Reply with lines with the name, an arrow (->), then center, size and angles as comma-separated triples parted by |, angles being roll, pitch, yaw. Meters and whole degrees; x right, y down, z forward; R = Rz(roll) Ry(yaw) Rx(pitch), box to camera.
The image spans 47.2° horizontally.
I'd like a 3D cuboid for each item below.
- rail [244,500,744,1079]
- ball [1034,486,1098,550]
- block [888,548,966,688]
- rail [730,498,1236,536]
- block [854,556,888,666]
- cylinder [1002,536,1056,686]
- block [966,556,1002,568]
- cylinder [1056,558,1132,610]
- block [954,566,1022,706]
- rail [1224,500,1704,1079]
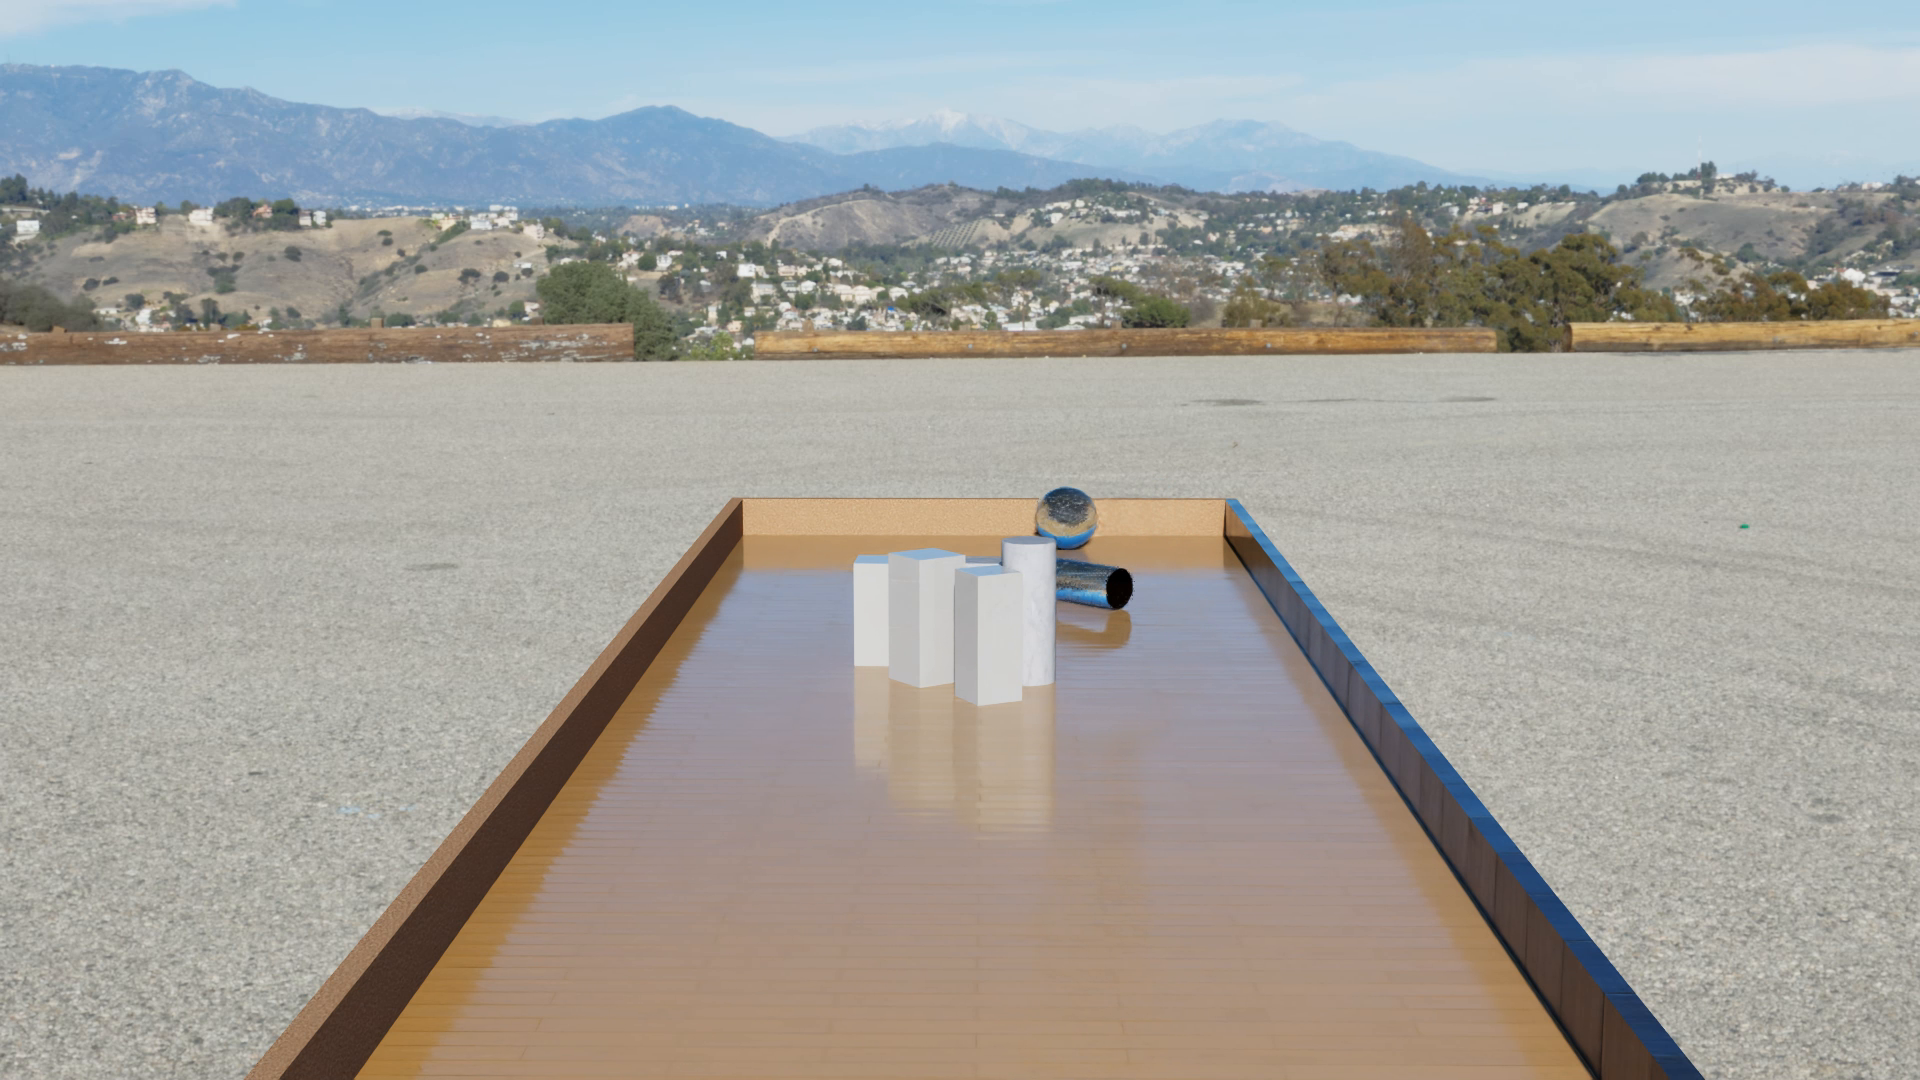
rail -> -1.004, 0.839, 3.234 | 0.050, 0.150, 12.000 | 0, 9, 1
ball -> 0.424, -0.088, 8.763 | 0.250, 0.250, 0.250 | 0, 9, 0
block -> -0.097, 0.224, 6.405 | 0.161, 0.372, 0.161 | -6, 11, -35
rail -> 0.099, -0.098, 9.147 | 2.100, 0.150, 0.050 | 0, 9, 1
block -> -0.237, 0.213, 6.668 | 0.155, 0.312, 0.155 | 0, 9, 3
cylinder -> 0.200, 0.205, 6.396 | 0.160, 0.413, 0.160 | 0, 9, 0
block -> 0.062, 0.213, 6.686 | 0.132, 0.308, 0.132 | 0, 9, 2
cylinder -> 0.380, 0.142, 7.665 | 0.459, 0.141, 0.141 | 9, 13, 44
block -> 0.080, 0.266, 6.167 | 0.140, 0.365, 0.140 | -5, 10, -27
rail -> 1.046, 0.843, 3.208 | 0.050, 0.150, 12.000 | 0, 9, 1
